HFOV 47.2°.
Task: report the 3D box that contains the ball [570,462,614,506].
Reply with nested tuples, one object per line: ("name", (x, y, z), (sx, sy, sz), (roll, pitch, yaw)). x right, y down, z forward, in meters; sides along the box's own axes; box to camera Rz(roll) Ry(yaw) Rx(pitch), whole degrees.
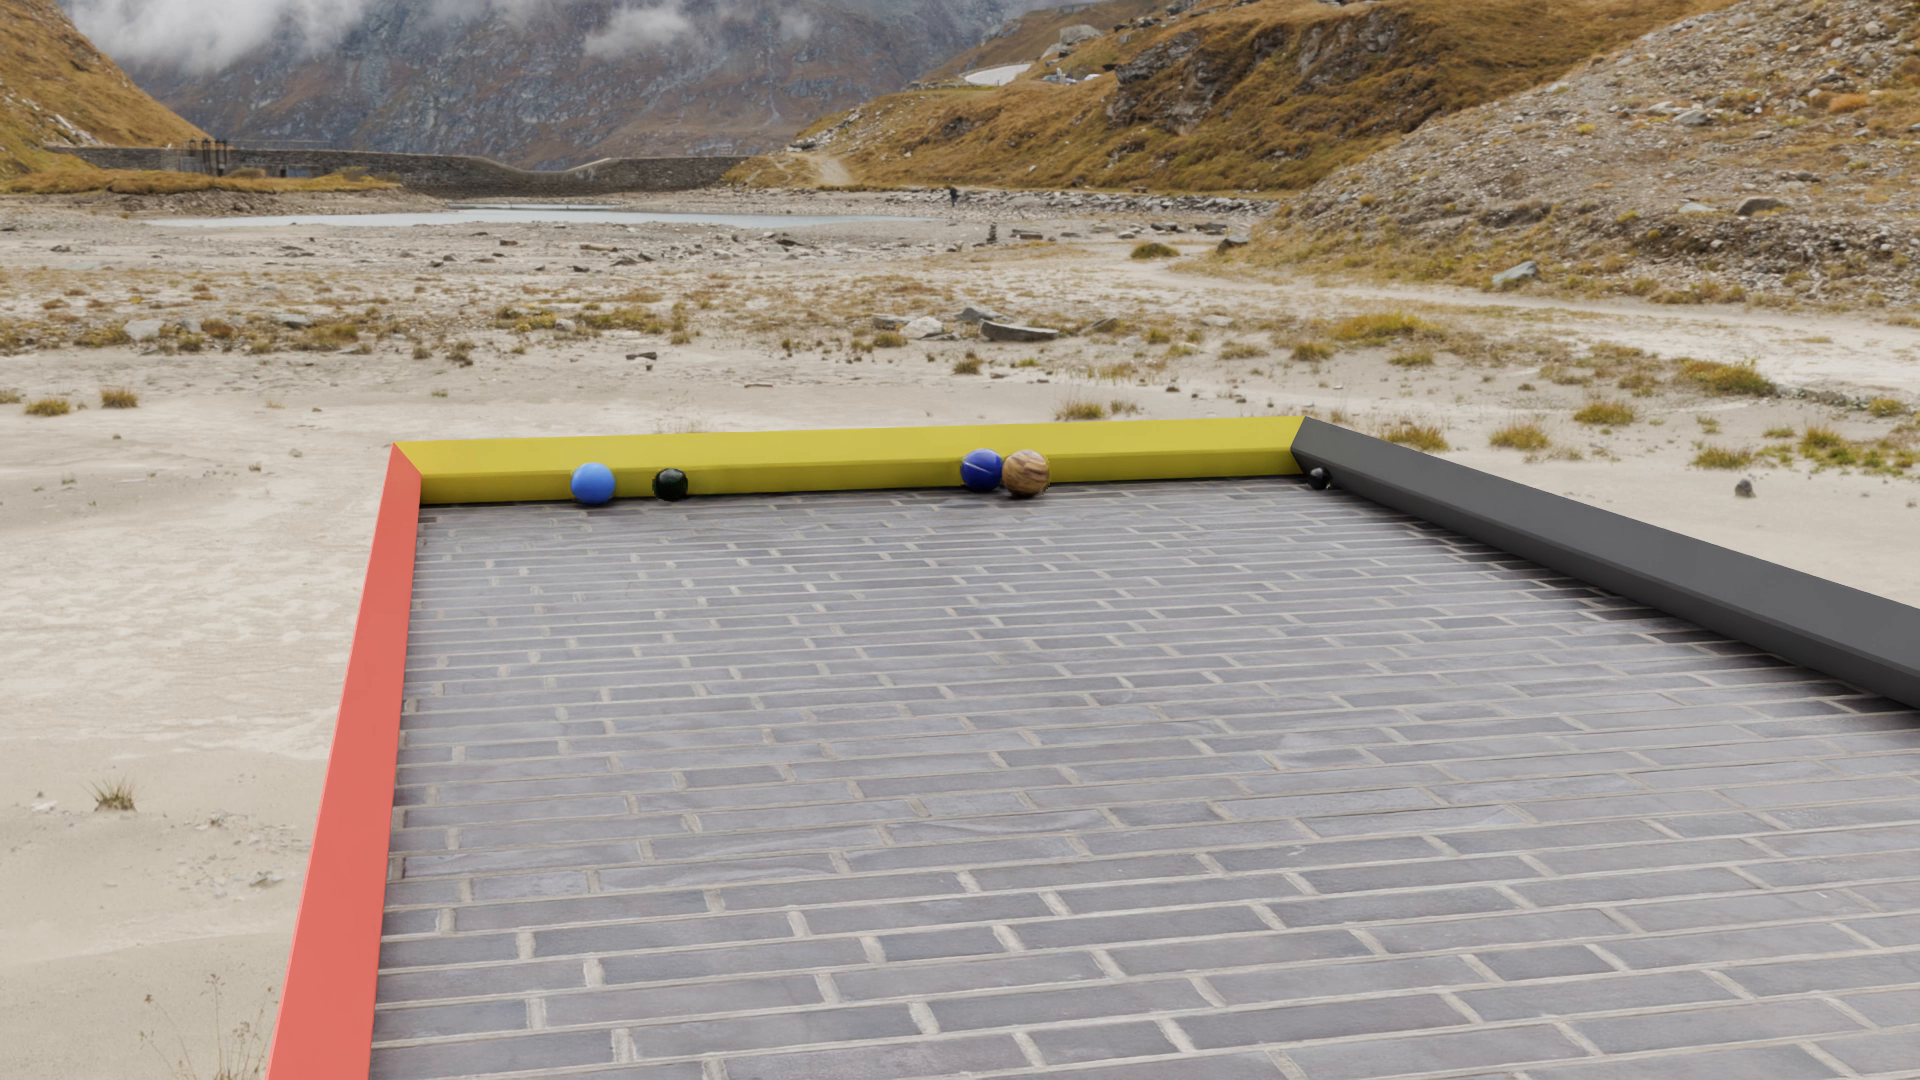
("ball", (-0.602, -0.091, 3.596), (0.071, 0.071, 0.071), (0, 10, 0))

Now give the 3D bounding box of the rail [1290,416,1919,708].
("rail", (0.905, 0.068, 2.608), (0.045, 0.103, 2.778), (-2, 10, -13))

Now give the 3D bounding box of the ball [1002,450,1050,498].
("ball", (0.110, -0.111, 3.685), (0.079, 0.079, 0.079), (0, 10, 0))

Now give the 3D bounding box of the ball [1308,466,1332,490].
("ball", (0.616, -0.105, 3.759), (0.040, 0.040, 0.040), (0, 10, 0))

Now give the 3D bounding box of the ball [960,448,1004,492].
("ball", (0.038, -0.118, 3.737), (0.075, 0.075, 0.075), (0, 10, 0))

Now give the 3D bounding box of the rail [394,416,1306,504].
("rail", (-0.149, -0.136, 3.750), (1.587, 0.103, 0.045), (-2, 10, -13))

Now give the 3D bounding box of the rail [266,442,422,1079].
("rail", (-0.596, 0.128, 2.271), (0.045, 0.103, 2.778), (-2, 10, -13))

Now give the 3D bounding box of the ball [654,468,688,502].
("ball", (-0.478, -0.091, 3.639), (0.056, 0.056, 0.056), (0, 10, 0))
